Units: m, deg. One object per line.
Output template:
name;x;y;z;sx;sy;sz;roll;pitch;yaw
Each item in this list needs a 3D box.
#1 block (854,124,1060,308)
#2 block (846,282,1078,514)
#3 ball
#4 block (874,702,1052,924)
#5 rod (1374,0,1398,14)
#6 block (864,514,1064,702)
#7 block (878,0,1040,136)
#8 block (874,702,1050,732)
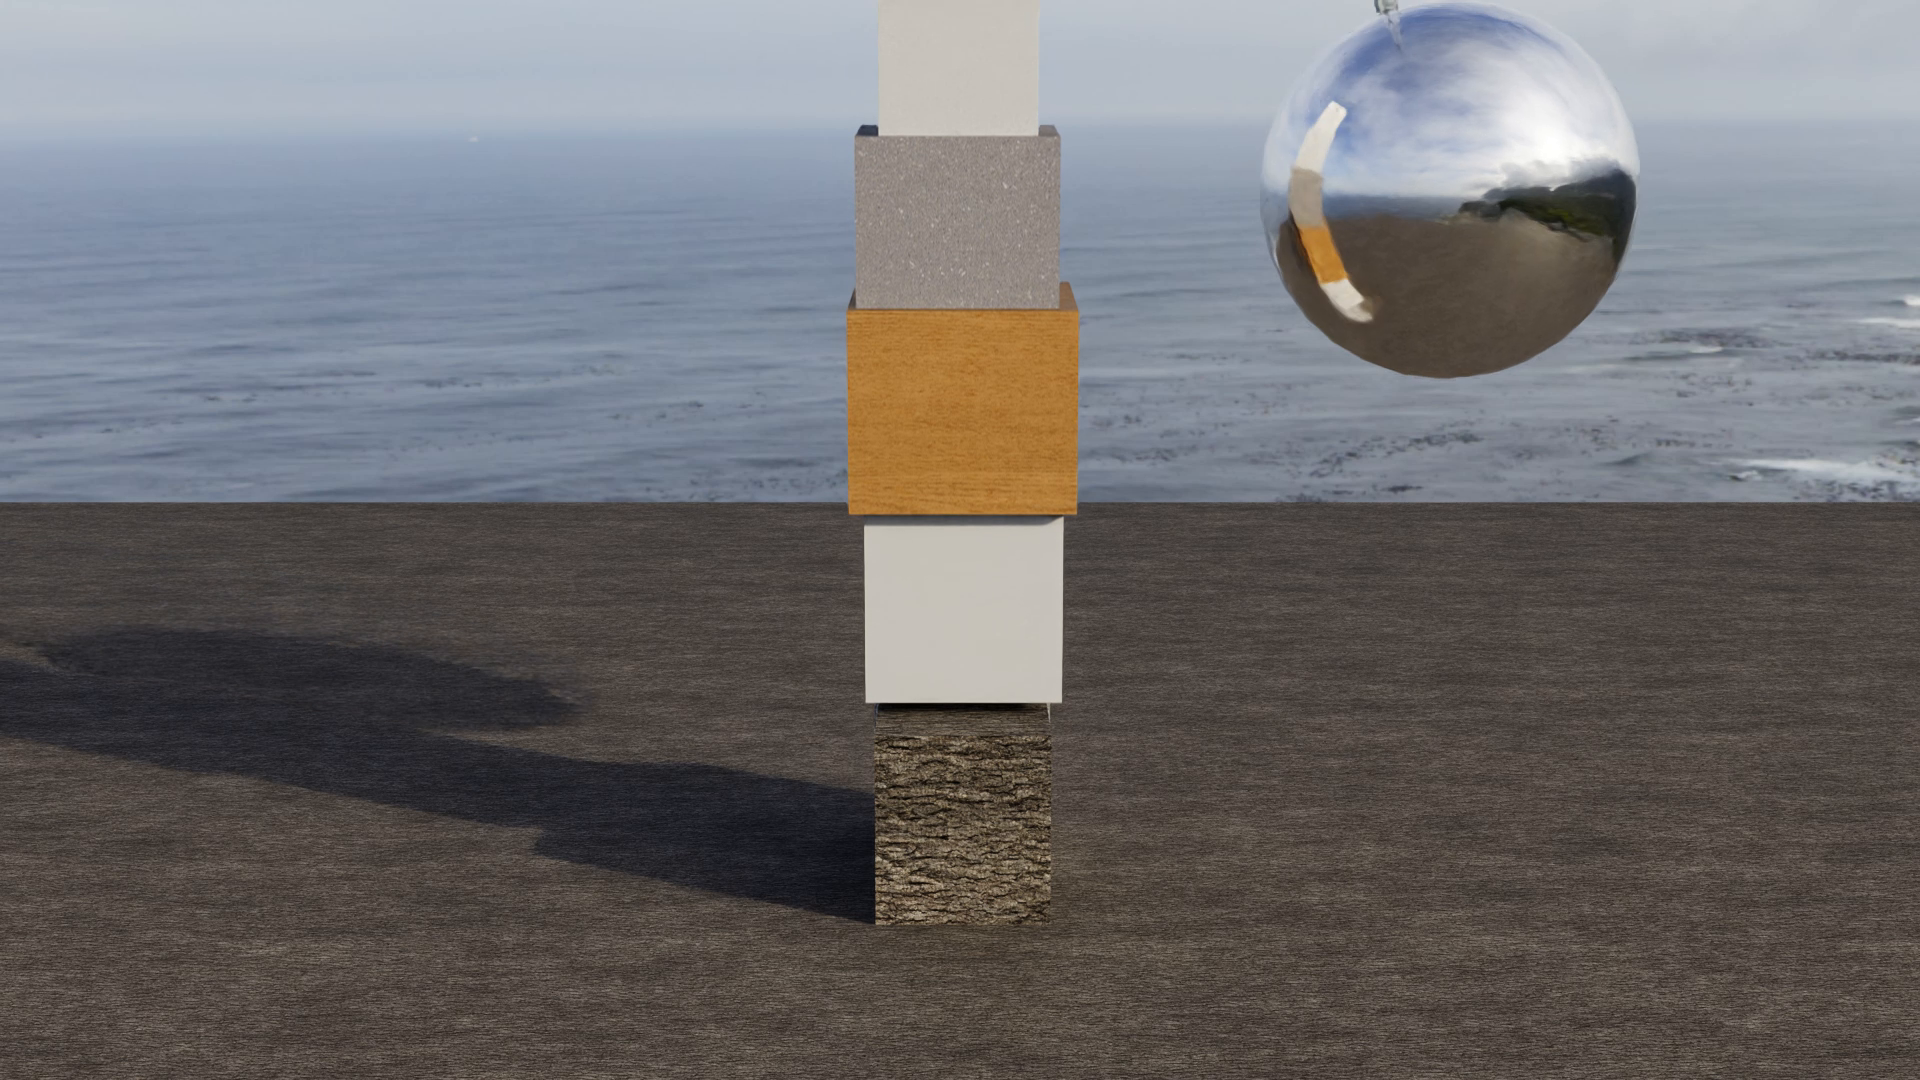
block;-0.010;-1.379;10.837;0.836;0.696;0.781;0;13;0
block;0.011;-0.627;11.009;0.945;0.845;0.981;0;13;0
ball;2.074;-1.487;10.910;1.600;1.600;1.600;0;10;0
block;0.012;1.142;11.018;0.730;0.812;0.743;0;10;0
rod;0.899;-4.626;10.339;0.080;5.200;0.080;-20;10;4
block;0.016;0.192;11.196;0.832;0.836;0.824;0;13;0
block;-0.007;-2.002;10.695;0.651;0.583;0.648;0;13;0
block;0.010;0.970;11.739;0.776;0.892;0.719;0;10;0
